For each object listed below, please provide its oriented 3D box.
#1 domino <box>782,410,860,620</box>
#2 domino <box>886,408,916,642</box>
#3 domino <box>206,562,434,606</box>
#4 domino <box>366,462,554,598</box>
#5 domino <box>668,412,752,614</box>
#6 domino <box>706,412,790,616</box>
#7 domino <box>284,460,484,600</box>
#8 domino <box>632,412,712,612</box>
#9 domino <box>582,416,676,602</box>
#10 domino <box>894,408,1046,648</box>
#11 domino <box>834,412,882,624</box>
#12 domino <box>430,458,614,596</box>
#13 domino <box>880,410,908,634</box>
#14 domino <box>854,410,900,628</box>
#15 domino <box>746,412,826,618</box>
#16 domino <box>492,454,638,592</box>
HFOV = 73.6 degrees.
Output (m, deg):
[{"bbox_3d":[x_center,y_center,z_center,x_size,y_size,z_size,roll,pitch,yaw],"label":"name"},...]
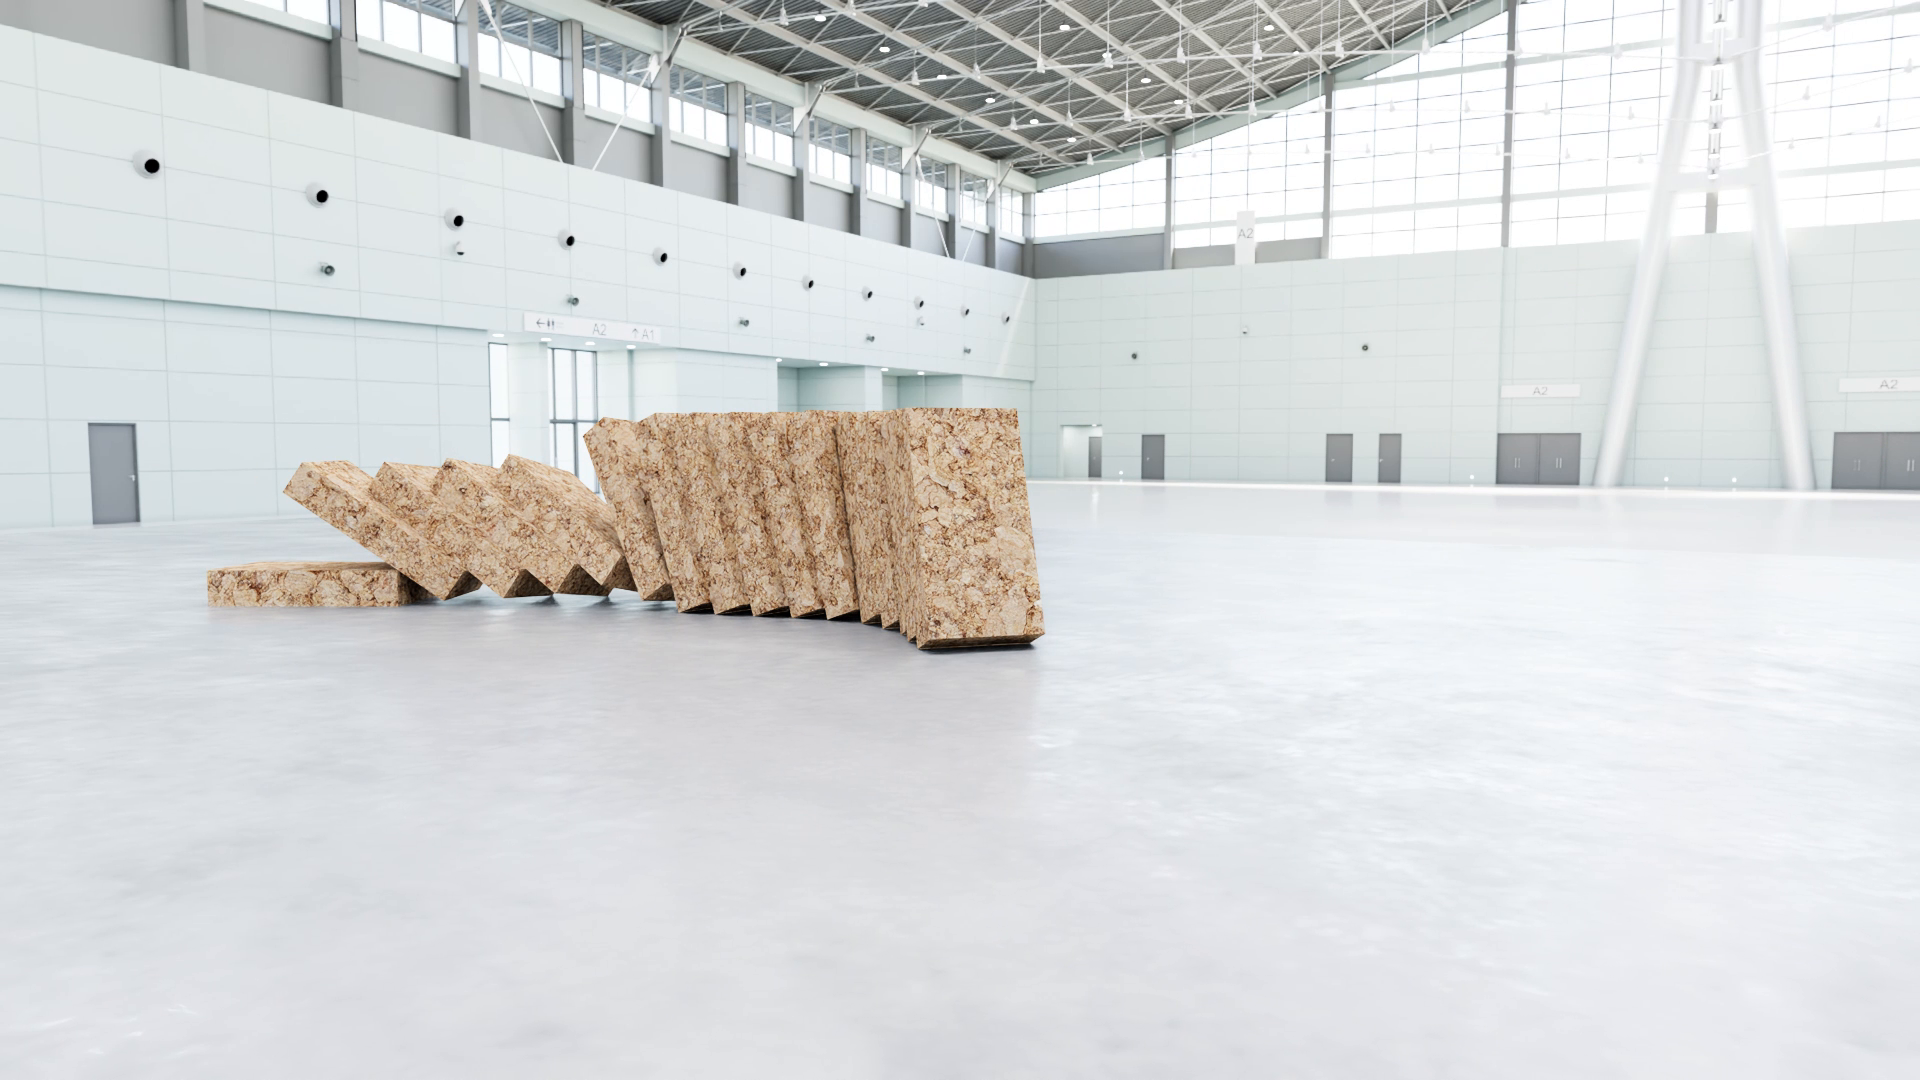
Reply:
[{"bbox_3d":[-0.026,-0.007,0.319,0.010,0.050,0.025,-20,-10,38],"label":"domino"},{"bbox_3d":[-0.001,-0.004,0.282,0.025,0.050,0.010,-1,-16,-18],"label":"domino"},{"bbox_3d":[-0.172,0.012,0.348,0.050,0.009,0.025,0,4,1],"label":"domino"},{"bbox_3d":[-0.134,-0.003,0.352,0.050,0.009,0.025,36,7,10],"label":"domino"},{"bbox_3d":[-0.057,-0.007,0.330,0.009,0.050,0.025,-20,-8,35],"label":"domino"},{"bbox_3d":[-0.047,-0.007,0.327,0.010,0.050,0.025,-20,-8,35],"label":"domino"},{"bbox_3d":[-0.153,-0.003,0.347,0.050,0.009,0.025,35,4,-3],"label":"domino"},{"bbox_3d":[-0.067,-0.008,0.334,0.010,0.050,0.025,-20,-8,35],"label":"domino"},{"bbox_3d":[-0.080,-0.008,0.343,0.010,0.050,0.025,-34,-20,28],"label":"domino"},{"bbox_3d":[0.002,-0.003,0.273,0.025,0.050,0.010,-1,-16,-18],"label":"domino"},{"bbox_3d":[-0.014,-0.006,0.311,0.025,0.050,0.010,-2,-15,-26],"label":"domino"},{"bbox_3d":[-0.118,-0.003,0.352,0.050,0.009,0.025,36,6,16],"label":"domino"},{"bbox_3d":[-0.003,-0.004,0.292,0.025,0.050,0.010,-1,-16,-18],"label":"domino"},{"bbox_3d":[-0.008,-0.005,0.303,0.025,0.050,0.010,-2,-15,-26],"label":"domino"},{"bbox_3d":[-0.036,-0.007,0.324,0.010,0.050,0.025,-20,-9,38],"label":"domino"},{"bbox_3d":[-0.103,-0.004,0.352,0.050,0.009,0.025,37,7,25],"label":"domino"}]
